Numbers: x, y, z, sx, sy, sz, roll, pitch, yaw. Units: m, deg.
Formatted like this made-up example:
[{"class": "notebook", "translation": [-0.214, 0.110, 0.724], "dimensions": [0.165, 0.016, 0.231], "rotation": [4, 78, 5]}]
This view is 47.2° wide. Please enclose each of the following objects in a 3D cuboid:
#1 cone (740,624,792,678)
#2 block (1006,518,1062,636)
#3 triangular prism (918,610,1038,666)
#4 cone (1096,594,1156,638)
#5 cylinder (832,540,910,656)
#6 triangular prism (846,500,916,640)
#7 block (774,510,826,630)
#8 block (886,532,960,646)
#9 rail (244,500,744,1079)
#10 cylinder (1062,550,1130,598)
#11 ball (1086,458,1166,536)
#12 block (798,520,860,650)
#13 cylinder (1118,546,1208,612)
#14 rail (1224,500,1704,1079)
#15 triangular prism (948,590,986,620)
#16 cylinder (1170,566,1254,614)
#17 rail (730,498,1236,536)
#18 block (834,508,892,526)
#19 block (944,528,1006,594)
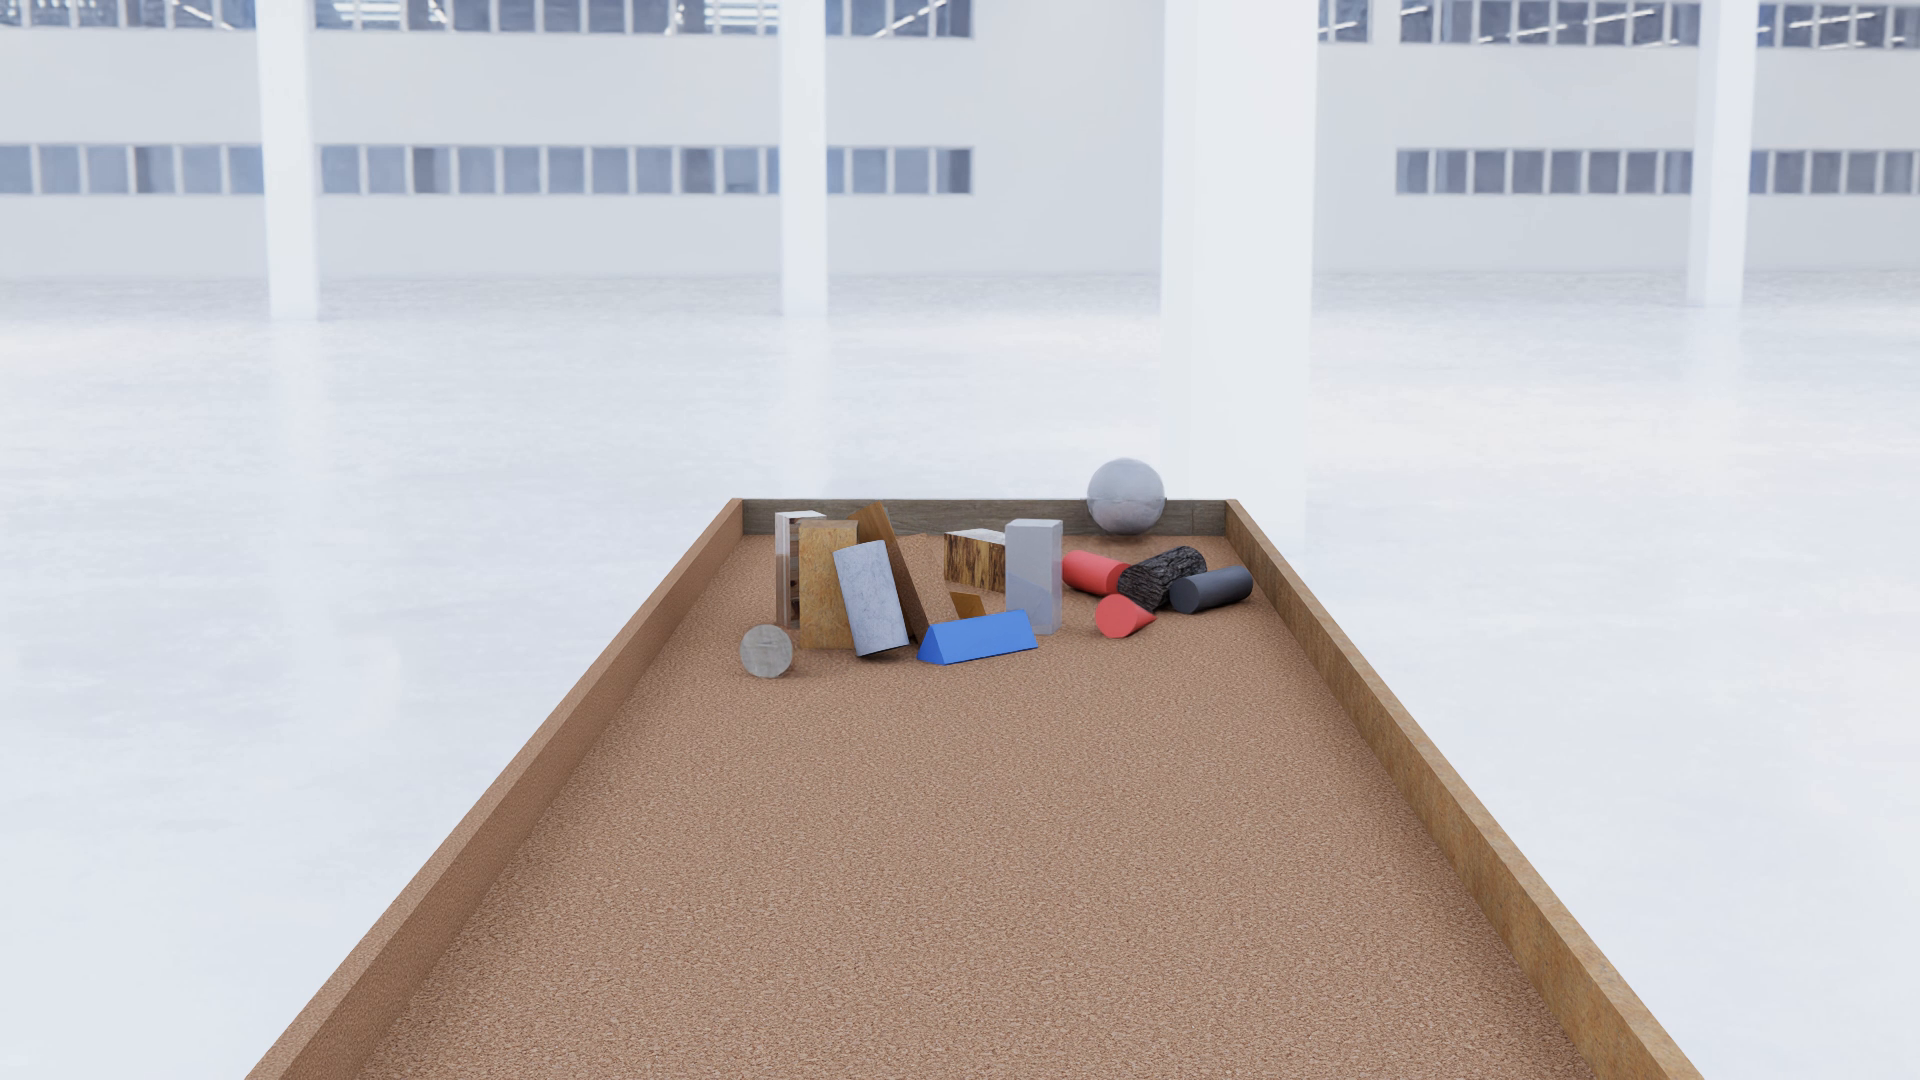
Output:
[{"class": "cone", "translation": [-0.561, 0.340, 6.620], "dimensions": [0.157, 0.157, 0.332], "rotation": [0, -4, 3]}, {"class": "block", "translation": [0.240, 0.118, 7.137], "dimensions": [0.153, 0.352, 0.153], "rotation": [2, 9, 14]}, {"class": "triangular prism", "translation": [0.056, 0.292, 6.782], "dimensions": [0.386, 0.114, 0.131], "rotation": [-8, 12, -41]}, {"class": "cone", "translation": [0.580, 0.252, 7.193], "dimensions": [0.142, 0.142, 0.373], "rotation": [4, -1, 26]}, {"class": "cylinder", "translation": [-0.272, 0.179, 6.718], "dimensions": [0.164, 0.328, 0.164], "rotation": [-14, -4, -1]}, {"class": "triangular prism", "translation": [-0.210, 0.103, 7.064], "dimensions": [0.121, 0.441, 0.105], "rotation": [-26, -12, 9]}, {"class": "block", "translation": [-0.521, 0.097, 7.227], "dimensions": [0.131, 0.367, 0.131], "rotation": [-4, 10, -25]}, {"class": "block", "translation": [-0.118, 0.156, 6.920], "dimensions": [0.109, 0.328, 0.109], "rotation": [-13, -17, -30]}, {"class": "rail", "translation": [-1.004, 0.839, 3.234], "dimensions": [0.050, 0.150, 12.000], "rotation": [0, 9, 1]}, {"class": "cylinder", "translation": [0.493, 0.126, 7.777], "dimensions": [0.137, 0.137, 0.325], "rotation": [-4, 10, -26]}, {"class": "ball", "translation": [0.675, -0.176, 8.942], "dimensions": [0.321, 0.321, 0.321], "rotation": [0, 9, 0]}, {"class": "block", "translation": [-0.410, 0.138, 6.917], "dimensions": [0.178, 0.380, 0.178], "rotation": [0, 9, 0]}, {"class": "cylinder", "translation": [0.705, 0.134, 7.635], "dimensions": [0.166, 0.166, 0.447], "rotation": [4, 10, 25]}, {"class": "rail", "translation": [1.046, 0.843, 3.208], "dimensions": [0.050, 0.150, 12.000], "rotation": [0, 9, 1]}, {"class": "triangular prism", "translation": [-0.087, 0.212, 7.341], "dimensions": [0.362, 0.098, 0.114], "rotation": [6, 11, 35]}, {"class": "cylinder", "translation": [0.864, 0.169, 7.552], "dimensions": [0.123, 0.123, 0.333], "rotation": [8, 12, 39]}, {"class": "rail", "translation": [0.099, -0.098, 9.147], "dimensions": [2.100, 0.150, 0.050], "rotation": [0, 9, 1]}, {"class": "block", "translation": [-0.286, 0.089, 7.208], "dimensions": [0.128, 0.366, 0.128], "rotation": [-16, -4, 42]}, {"class": "block", "translation": [0.140, 0.078, 7.960], "dimensions": [0.175, 0.175, 0.429], "rotation": [-7, 11, -36]}]
